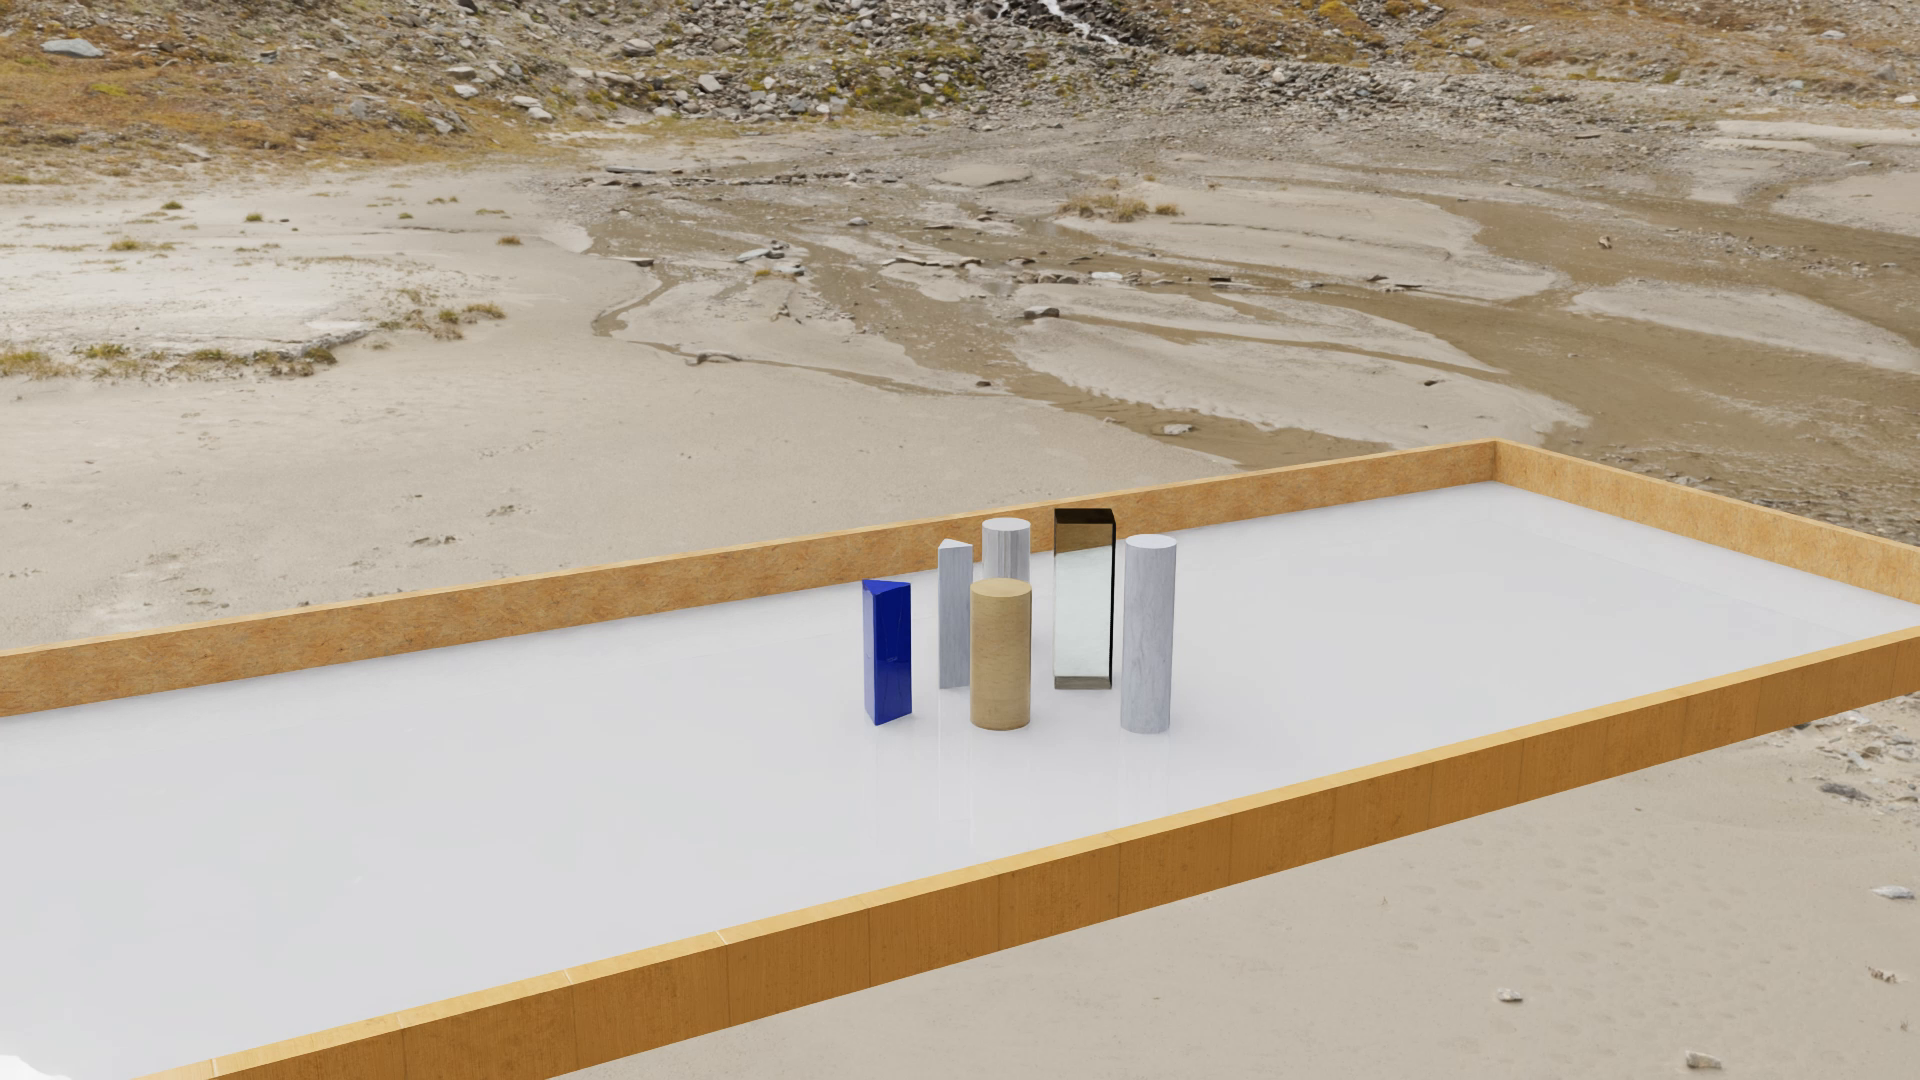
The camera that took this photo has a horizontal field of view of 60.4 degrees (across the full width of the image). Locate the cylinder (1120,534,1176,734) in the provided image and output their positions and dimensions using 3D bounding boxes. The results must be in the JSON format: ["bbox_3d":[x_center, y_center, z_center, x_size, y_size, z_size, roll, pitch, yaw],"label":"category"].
[{"bbox_3d":[0.435,0.218,3.814,0.116,0.450,0.116,0,16,0],"label":"cylinder"}]

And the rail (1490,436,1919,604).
[{"bbox_3d":[2.466,-0.048,5.253,0.050,0.150,2.100,-9,18,-27],"label":"rail"}]

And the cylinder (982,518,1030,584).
[{"bbox_3d":[0.122,0.116,4.378,0.128,0.329,0.128,0,16,0],"label":"cylinder"}]

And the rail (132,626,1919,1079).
[{"bbox_3d":[-2.336,1.006,1.665,12.000,0.150,0.050,-9,18,-27],"label":"rail"}]

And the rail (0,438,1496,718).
[{"bbox_3d":[-3.305,0.497,3.399,12.000,0.150,0.050,-9,18,-27],"label":"rail"}]

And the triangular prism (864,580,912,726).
[{"bbox_3d":[-0.192,0.259,3.899,0.101,0.325,0.116,15,22,42],"label":"triangular prism"}]

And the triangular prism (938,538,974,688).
[{"bbox_3d":[-0.022,0.181,4.093,0.089,0.364,0.077,-5,17,-18],"label":"triangular prism"}]

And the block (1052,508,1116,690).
[{"bbox_3d":[0.306,0.146,4.099,0.142,0.428,0.142,0,16,0],"label":"block"}]

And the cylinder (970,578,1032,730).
[{"bbox_3d":[0.095,0.267,3.865,0.144,0.328,0.144,0,16,0],"label":"cylinder"}]
